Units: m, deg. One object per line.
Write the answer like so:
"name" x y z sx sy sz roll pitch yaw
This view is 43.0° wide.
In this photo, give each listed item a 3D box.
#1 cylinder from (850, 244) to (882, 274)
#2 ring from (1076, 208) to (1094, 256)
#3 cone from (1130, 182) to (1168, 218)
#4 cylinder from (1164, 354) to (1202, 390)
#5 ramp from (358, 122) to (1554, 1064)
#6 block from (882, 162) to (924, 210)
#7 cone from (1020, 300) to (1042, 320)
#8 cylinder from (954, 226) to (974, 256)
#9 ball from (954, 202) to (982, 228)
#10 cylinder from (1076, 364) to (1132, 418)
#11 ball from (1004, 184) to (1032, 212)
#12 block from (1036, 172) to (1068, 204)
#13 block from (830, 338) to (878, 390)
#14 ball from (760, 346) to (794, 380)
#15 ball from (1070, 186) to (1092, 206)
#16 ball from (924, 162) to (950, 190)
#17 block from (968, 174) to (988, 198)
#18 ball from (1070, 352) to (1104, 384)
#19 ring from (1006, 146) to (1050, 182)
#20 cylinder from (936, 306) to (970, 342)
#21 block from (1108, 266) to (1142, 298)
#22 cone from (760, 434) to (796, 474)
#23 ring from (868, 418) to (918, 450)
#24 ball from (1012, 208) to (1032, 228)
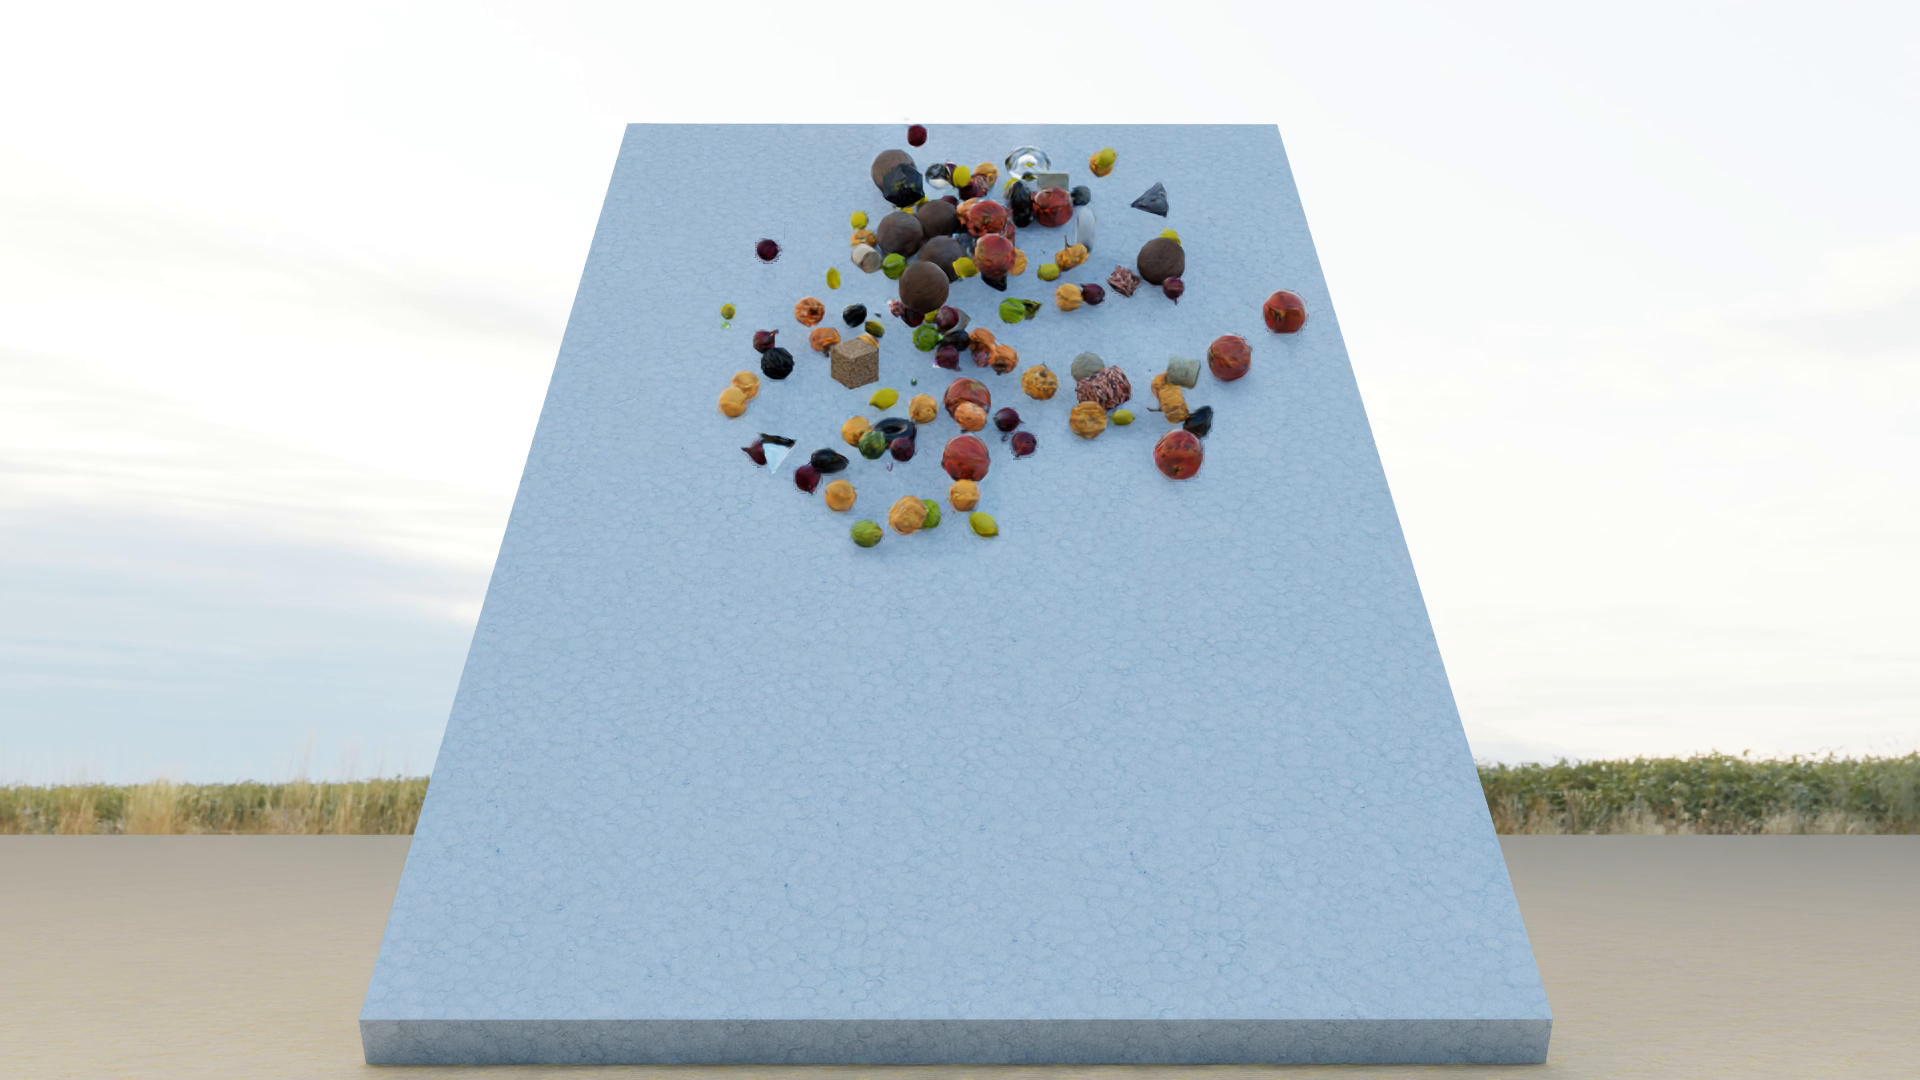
"cylinder" -0.231 -0.695 6.019 0.059 0.059 0.059 4 21 -31
"ring" 0.340 -0.837 6.630 0.044 0.132 0.132 -1 -7 -3
"cone" 0.512 -0.934 6.746 0.099 0.099 0.099 -12 -4 -12
"cylinder" 0.532 -0.402 5.818 0.072 0.072 0.072 15 -5 8
"ramp" -0.014 -0.197 5.811 2.000 0.100 4.000 0 31 0
"block" -0.160 -0.995 6.850 0.080 0.080 0.080 -28 -37 34
"cone" 0.194 -0.604 6.304 0.056 0.056 0.056 -24 9 -36
"cylinder" 0.011 -0.818 6.668 0.055 0.055 0.055 -1 -44 5
"ball" 0.023 -0.909 6.812 0.075 0.075 0.075 0 -7 0
"cylinder" 0.346 -0.360 5.880 0.095 0.095 0.095 -32 5 -21
"ball" 0.163 -0.970 6.906 0.082 0.082 0.082 0 -7 0
"block" 0.264 -1.002 6.929 0.086 0.086 0.086 -1 10 -1
"block" -0.261 -0.436 6.024 0.085 0.085 0.085 -21 37 -31
"ball" -0.452 -0.437 6.028 0.082 0.082 0.082 0 -7 0
"ball" 0.345 -0.981 6.947 0.060 0.060 0.060 0 -7 0
"ball" -0.061 -1.005 6.730 0.072 0.072 0.072 0 -7 0
"block" 0.051 -1.016 6.988 0.050 0.050 0.050 -5 -11 -8
"ball" 0.315 -0.419 6.000 0.086 0.086 0.086 0 -7 0
"ring" 0.196 -1.079 6.993 0.131 0.044 0.131 4 -34 3
"cylinder" -0.016 -0.546 6.157 0.062 0.062 0.062 29 -18 11
"block" 0.434 -0.683 6.443 0.054 0.054 0.054 29 -6 38
"cone" -0.375 -0.168 4.940 0.078 0.078 0.078 10 -4 1
"ring" -0.159 -0.252 5.767 0.117 0.039 0.117 -3 32 2
"ball" 0.173 -0.902 6.820 0.055 0.055 0.055 0 -7 0
